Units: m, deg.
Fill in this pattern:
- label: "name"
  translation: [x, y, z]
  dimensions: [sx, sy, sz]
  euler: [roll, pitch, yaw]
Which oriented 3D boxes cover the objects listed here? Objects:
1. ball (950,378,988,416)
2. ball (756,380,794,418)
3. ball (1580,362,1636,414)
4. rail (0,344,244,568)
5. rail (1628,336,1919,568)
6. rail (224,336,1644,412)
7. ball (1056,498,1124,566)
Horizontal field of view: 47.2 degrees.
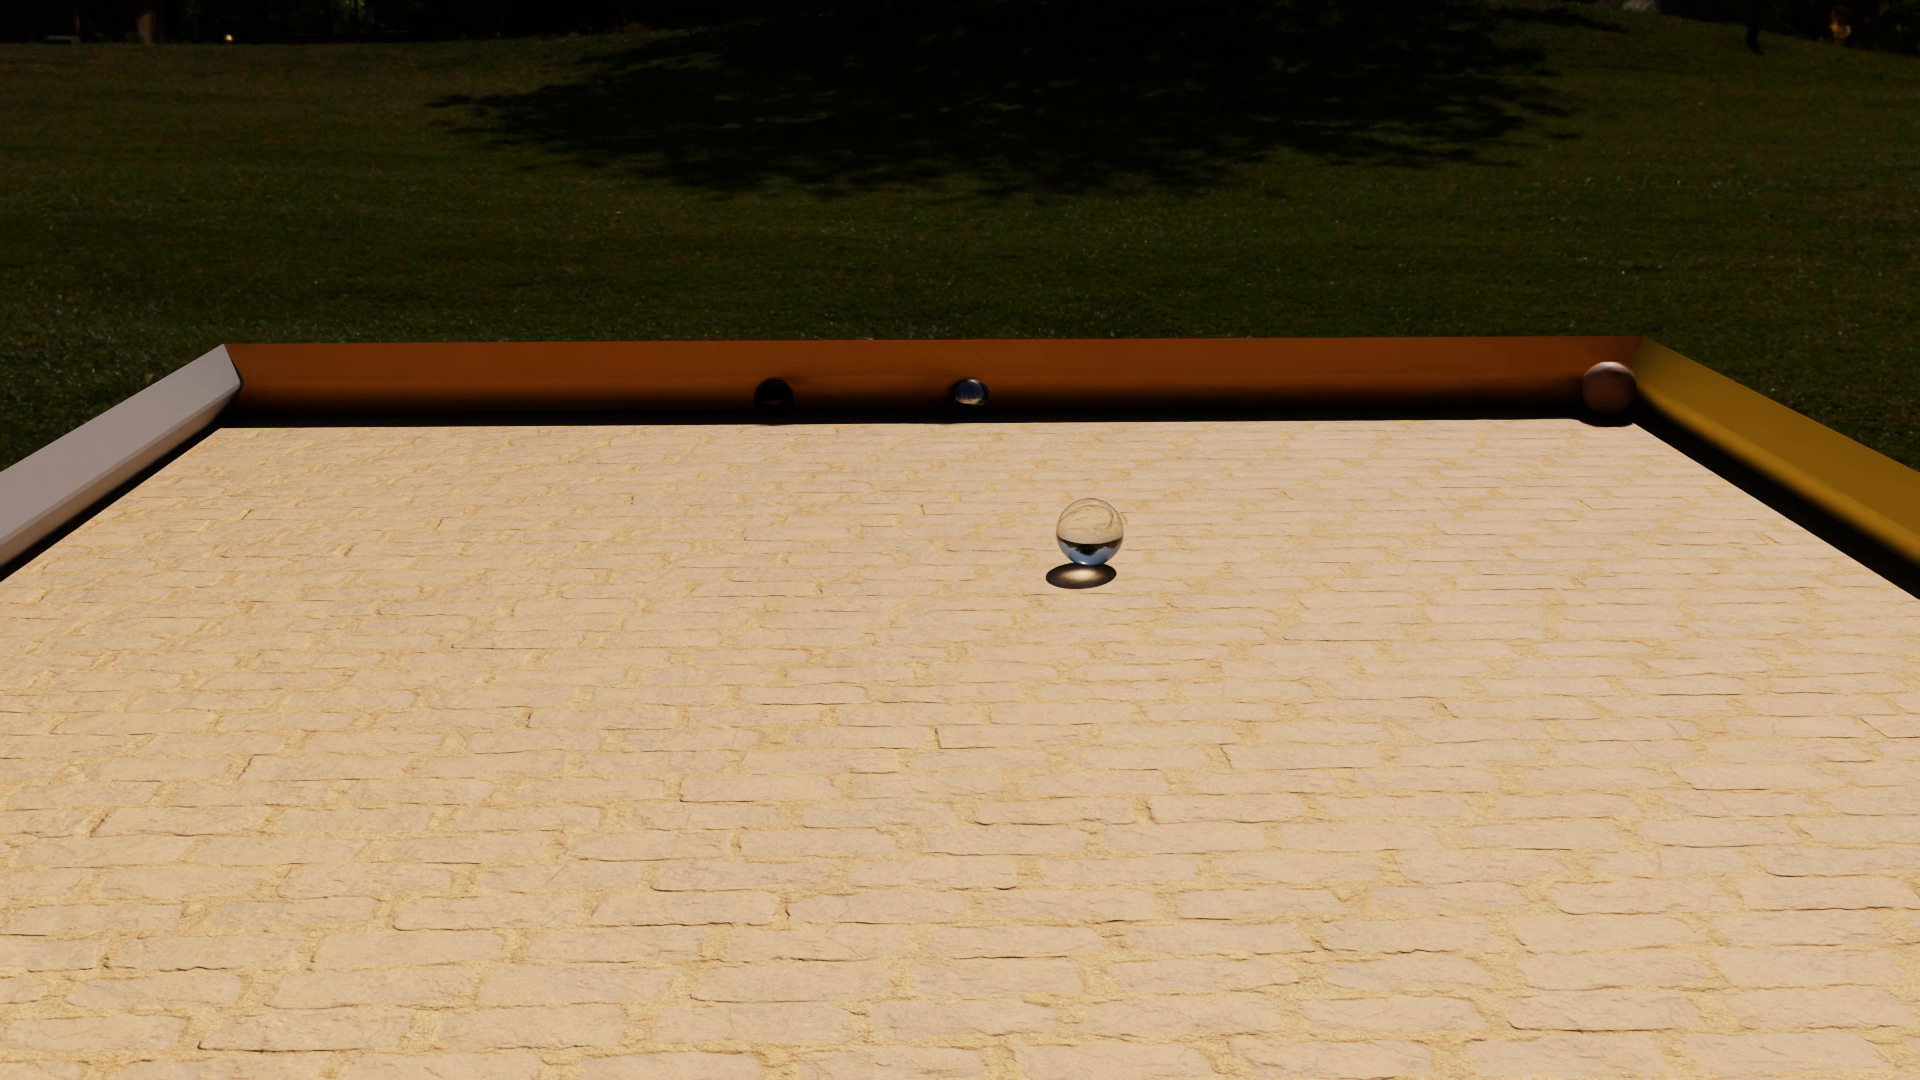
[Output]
- label: "ball"
  translation: [0.016, -0.257, 3.955]
  dimensions: [0.067, 0.067, 0.067]
  euler: [0, 15, 0]
- label: "ball"
  translation: [-0.333, -0.254, 3.943]
  dimensions: [0.067, 0.067, 0.067]
  euler: [0, 15, 0]
- label: "ball"
  translation: [1.167, -0.274, 3.961]
  dimensions: [0.096, 0.096, 0.096]
  euler: [0, 15, 0]
- label: "rail"
  translation: [-1.233, 0.264, 1.860]
  dimensions: [0.045, 0.125, 4.371]
  euler: [0, 15, -2]
- label: "rail"
  translation: [1.304, 0.243, 1.939]
  dimensions: [0.045, 0.125, 4.371]
  euler: [0, 15, -2]
- label: "rail"
  translation: [-0.035, -0.297, 3.989]
  dimensions: [2.585, 0.125, 0.045]
  euler: [0, 15, -2]
- label: "ball"
  translation: [0.175, -0.010, 2.969]
  dimensions: [0.092, 0.092, 0.092]
  euler: [0, 15, 0]
